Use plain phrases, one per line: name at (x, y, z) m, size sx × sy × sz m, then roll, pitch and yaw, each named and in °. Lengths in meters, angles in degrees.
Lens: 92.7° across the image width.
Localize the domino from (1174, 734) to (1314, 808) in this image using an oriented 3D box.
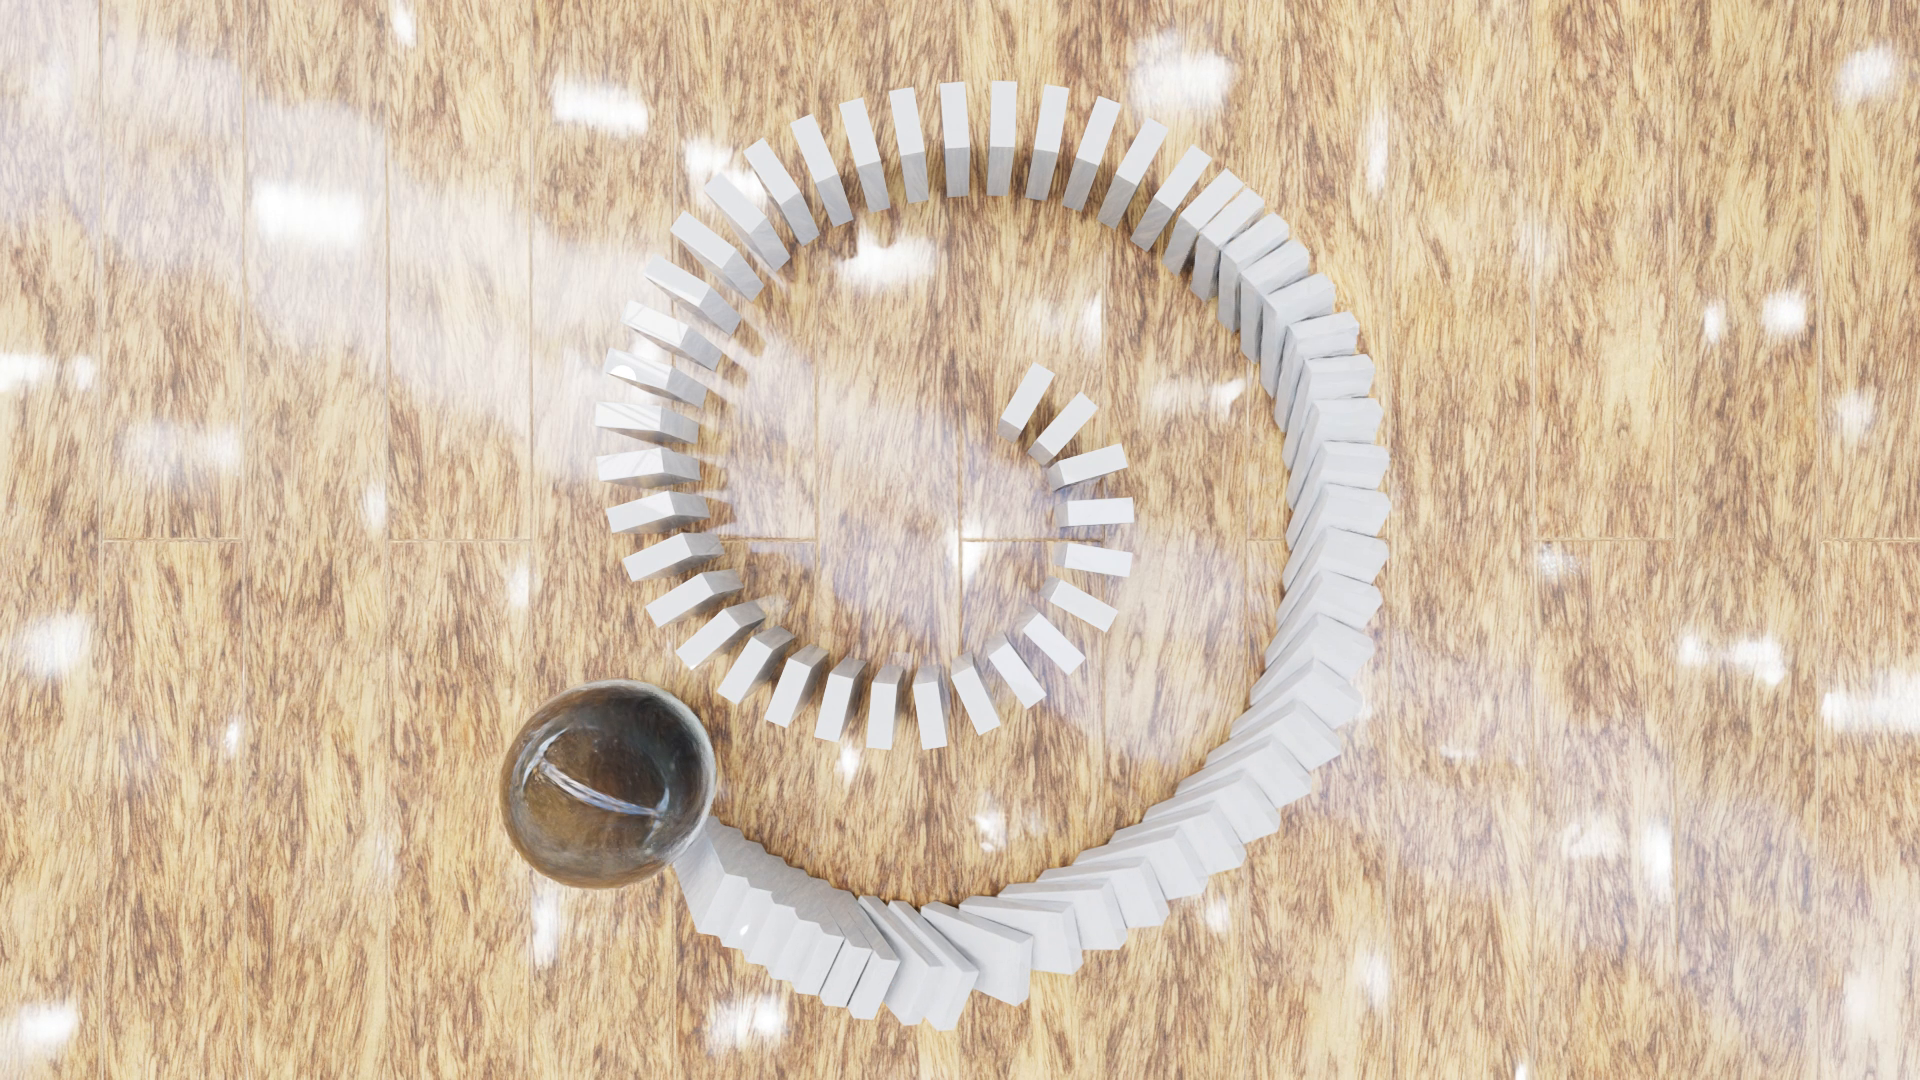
domino at (0.118, 0.103, 0.382) m, size 0.025 × 0.009 × 0.050 m, roll 49°, pitch 124°, yaw 0°

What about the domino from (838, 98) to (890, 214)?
domino at (-0.038, -0.156, 0.375) m, size 0.009 × 0.050 × 0.025 m, roll -16°, pitch 90°, yaw 0°

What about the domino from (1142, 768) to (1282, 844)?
domino at (0.104, 0.116, 0.382) m, size 0.050 × 0.009 × 0.025 m, roll -36°, pitch 90°, yaw 33°

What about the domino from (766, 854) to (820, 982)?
domino at (-0.075, 0.153, 0.376) m, size 0.009 × 0.050 × 0.025 m, roll 25°, pitch 90°, yaw -30°

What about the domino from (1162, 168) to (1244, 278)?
domino at (0.098, -0.128, 0.375) m, size 0.025 × 0.050 × 0.010 m, roll -45°, pitch 84°, yaw 0°

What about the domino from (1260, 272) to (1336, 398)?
domino at (0.138, -0.083, 0.377) m, size 0.025 × 0.050 × 0.010 m, roll -23°, pitch 53°, yaw 0°

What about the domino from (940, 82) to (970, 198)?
domino at (-0.002, -0.162, 0.375) m, size 0.010 × 0.050 × 0.025 m, roll -4°, pitch 90°, yaw 0°

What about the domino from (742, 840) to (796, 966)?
domino at (-0.084, 0.147, 0.376) m, size 0.010 × 0.050 × 0.025 m, roll 25°, pitch 90°, yaw -30°

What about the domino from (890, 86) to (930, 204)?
domino at (-0.020, -0.160, 0.375) m, size 0.009 × 0.050 × 0.025 m, roll -10°, pitch 90°, yaw 0°

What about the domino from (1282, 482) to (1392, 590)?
domino at (0.156, 0.001, 0.381) m, size 0.025 × 0.010 × 0.050 m, roll 10°, pitch 127°, yaw 0°

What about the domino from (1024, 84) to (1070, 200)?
domino at (0.035, -0.161, 0.375) m, size 0.009 × 0.050 × 0.025 m, roll 9°, pitch 90°, yaw 0°

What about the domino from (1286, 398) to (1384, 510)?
domino at (0.154, -0.035, 0.380) m, size 0.025 × 0.009 × 0.050 m, roll -1°, pitch 131°, yaw 0°

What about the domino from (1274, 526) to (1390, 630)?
domino at (0.154, 0.019, 0.382) m, size 0.025 × 0.010 × 0.050 m, roll 15°, pitch 126°, yaw 0°

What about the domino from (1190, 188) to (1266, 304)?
domino at (0.109, -0.119, 0.375) m, size 0.025 × 0.050 × 0.010 m, roll -42°, pitch 75°, yaw 0°

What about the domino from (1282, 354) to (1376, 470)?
domino at (0.152, -0.052, 0.379) m, size 0.025 × 0.010 × 0.050 m, roll -5°, pitch 135°, yaw 0°

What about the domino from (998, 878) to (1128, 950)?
domino at (0.042, 0.157, 0.382) m, size 0.050 × 0.010 × 0.025 m, roll -18°, pitch 90°, yaw 33°

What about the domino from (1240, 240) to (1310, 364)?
domino at (0.129, -0.097, 0.376) m, size 0.025 × 0.050 × 0.009 m, roll -32°, pitch 59°, yaw 0°

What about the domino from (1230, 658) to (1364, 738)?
domino at (0.139, 0.074, 0.382) m, size 0.025 × 0.009 × 0.050 m, roll 37°, pitch 124°, yaw 0°

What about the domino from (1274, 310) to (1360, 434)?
domino at (0.146, -0.068, 0.378) m, size 0.025 × 0.050 × 0.009 m, roll -13°, pitch 49°, yaw 0°

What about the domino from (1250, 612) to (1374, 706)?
domino at (0.146, 0.055, 0.382) m, size 0.025 × 0.009 × 0.050 m, roll 26°, pitch 124°, yaw 0°

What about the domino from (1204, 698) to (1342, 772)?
domino at (0.130, 0.089, 0.382) m, size 0.025 × 0.009 × 0.050 m, roll 44°, pitch 124°, yaw 0°

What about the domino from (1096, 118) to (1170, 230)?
domino at (0.070, -0.149, 0.375) m, size 0.010 × 0.050 × 0.025 m, roll 30°, pitch 90°, yaw 0°

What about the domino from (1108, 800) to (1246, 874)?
domino at (0.090, 0.128, 0.382) m, size 0.050 × 0.010 × 0.025 m, roll -31°, pitch 90°, yaw 33°

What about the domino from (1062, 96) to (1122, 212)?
domino at (0.053, -0.156, 0.375) m, size 0.009 × 0.050 × 0.025 m, roll 20°, pitch 90°, yaw 0°

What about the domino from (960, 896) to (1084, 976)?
domino at (0.025, 0.164, 0.382) m, size 0.050 × 0.009 × 0.025 m, roll -11°, pitch 90°, yaw 34°

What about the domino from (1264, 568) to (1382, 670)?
domino at (0.150, 0.037, 0.382) m, size 0.025 × 0.010 × 0.050 m, roll 19°, pitch 125°, yaw 0°

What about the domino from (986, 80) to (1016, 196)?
domino at (0.017, -0.163, 0.375) m, size 0.009 × 0.050 × 0.025 m, roll 2°, pitch 90°, yaw 0°

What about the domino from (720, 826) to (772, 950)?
domino at (-0.094, 0.141, 0.376) m, size 0.009 × 0.050 × 0.025 m, roll 25°, pitch 90°, yaw -30°

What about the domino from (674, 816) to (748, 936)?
domino at (-0.103, 0.136, 0.376) m, size 0.010 × 0.050 × 0.025 m, roll 25°, pitch 90°, yaw -30°

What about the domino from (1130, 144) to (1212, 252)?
domino at (0.085, -0.138, 0.375) m, size 0.009 × 0.050 × 0.025 m, roll 36°, pitch 90°, yaw 0°

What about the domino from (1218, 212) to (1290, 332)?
domino at (0.119, -0.108, 0.375) m, size 0.025 × 0.050 × 0.010 m, roll -36°, pitch 66°, yaw 0°

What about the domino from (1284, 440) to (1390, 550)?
domino at (0.156, -0.017, 0.381) m, size 0.025 × 0.010 × 0.050 m, roll 6°, pitch 129°, yaw 0°

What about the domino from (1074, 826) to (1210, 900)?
domino at (0.075, 0.138, 0.382) m, size 0.050 × 0.009 × 0.025 m, roll -29°, pitch 90°, yaw 33°

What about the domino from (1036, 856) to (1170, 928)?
domino at (0.059, 0.149, 0.383) m, size 0.050 × 0.010 × 0.025 m, roll -22°, pitch 90°, yaw 33°
